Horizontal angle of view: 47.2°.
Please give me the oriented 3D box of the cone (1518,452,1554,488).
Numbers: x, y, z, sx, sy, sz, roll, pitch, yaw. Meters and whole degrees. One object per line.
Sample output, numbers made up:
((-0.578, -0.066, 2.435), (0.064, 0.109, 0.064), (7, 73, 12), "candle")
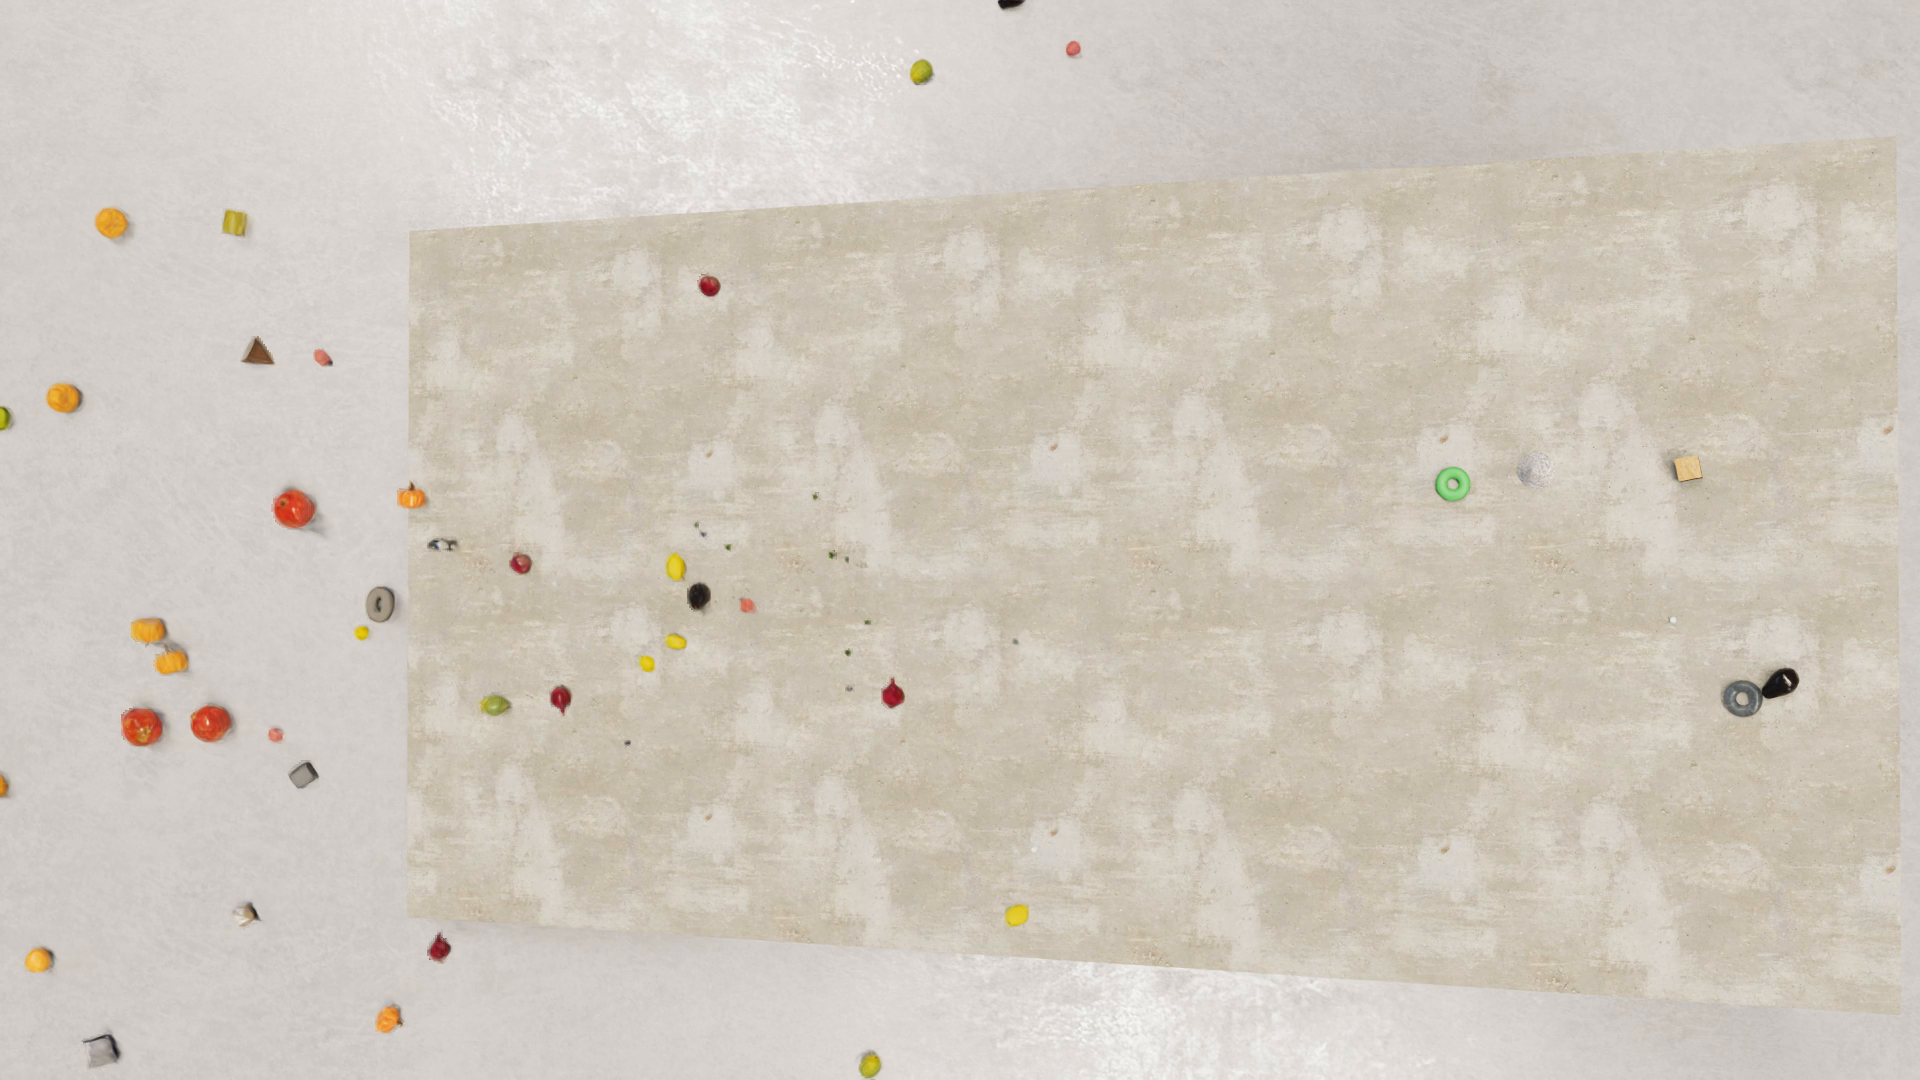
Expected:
((1.370, -0.168, 5.248), (0.088, 0.088, 0.088), (0, 89, 21), "cone")

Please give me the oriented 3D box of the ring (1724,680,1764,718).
((1.818, 0.368, 5.104), (0.088, 0.029, 0.088), (-1, 88, 22), "ring")

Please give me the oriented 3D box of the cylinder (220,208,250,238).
((-2.137, -0.933, 6.481), (0.064, 0.064, 0.064), (16, 78, 0), "cylinder")

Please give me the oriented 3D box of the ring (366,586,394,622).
((-1.702, 0.189, 6.455), (0.107, 0.036, 0.107), (-4, 83, 34), "ring")

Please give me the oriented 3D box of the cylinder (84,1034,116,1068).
((-2.520, 1.499, 6.445), (0.078, 0.078, 0.078), (-14, 89, 0), "cylinder")

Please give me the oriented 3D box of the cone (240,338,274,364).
((-2.062, -0.540, 6.492), (0.086, 0.086, 0.086), (29, 89, -26), "cone")

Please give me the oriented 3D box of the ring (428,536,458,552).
((-1.484, 0.013, 6.307), (0.083, 0.083, 0.028), (8, 112, 0), "ring")

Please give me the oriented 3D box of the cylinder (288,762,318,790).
((-1.931, 0.692, 6.466), (0.059, 0.059, 0.059), (-36, 89, 0), "cylinder")

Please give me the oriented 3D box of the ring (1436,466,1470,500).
((1.198, -0.136, 5.344), (0.083, 0.028, 0.083), (-1, 88, 21), "ring")

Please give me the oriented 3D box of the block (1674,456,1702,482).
((1.704, -0.167, 5.141), (0.052, 0.052, 0.052), (-11, 85, 20), "block")

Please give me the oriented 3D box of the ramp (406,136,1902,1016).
((0.281, 0.089, 5.753), (4.000, 0.100, 2.000), (0, 89, 21), "ramp")
